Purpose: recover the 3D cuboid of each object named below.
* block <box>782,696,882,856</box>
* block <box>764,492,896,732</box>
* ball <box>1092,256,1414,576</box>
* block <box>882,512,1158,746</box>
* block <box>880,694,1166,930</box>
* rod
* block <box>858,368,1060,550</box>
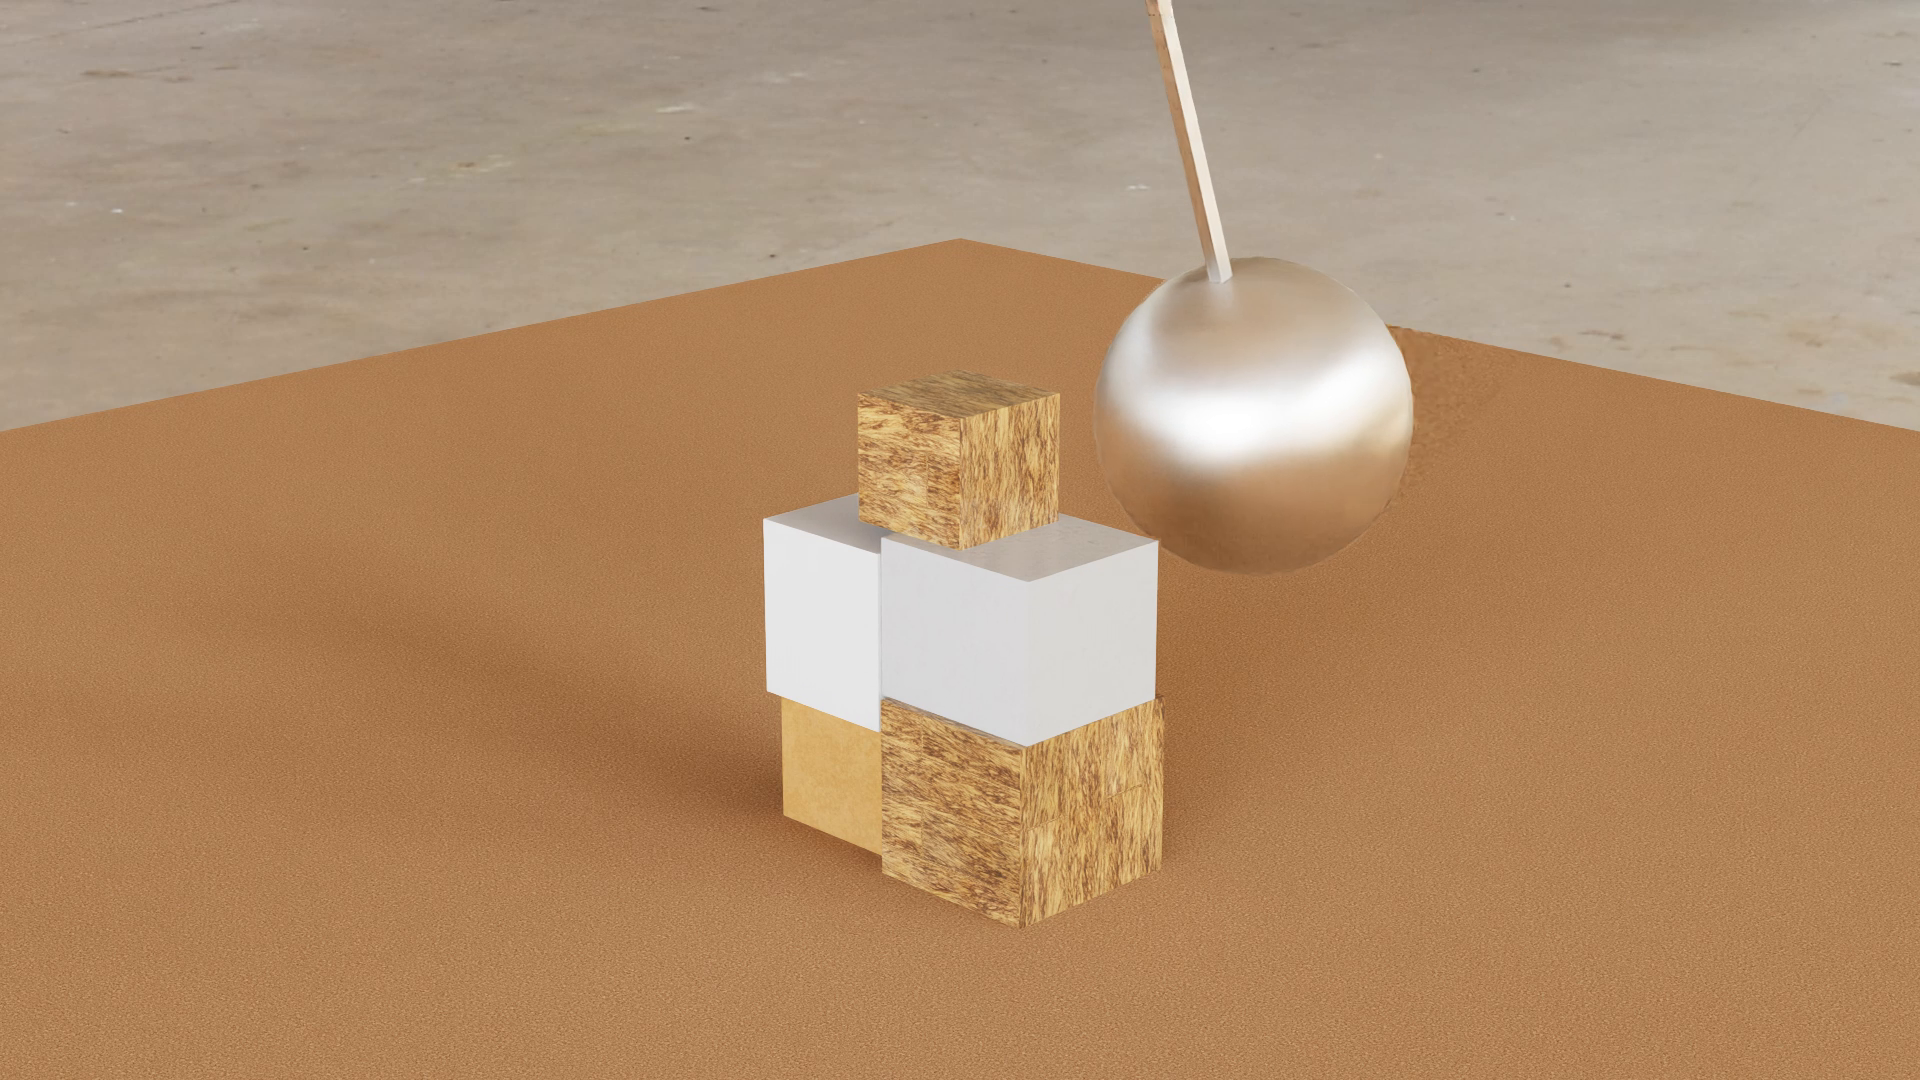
[{"bbox_3d":[-0.315,1.021,13.986,0.692,0.665,0.820,-17,24,-42],"label":"block"},{"bbox_3d":[-0.328,0.294,13.769,0.885,0.851,0.766,-17,24,-42],"label":"block"},{"bbox_3d":[1.467,-0.616,14.686,1.600,1.600,1.600,0,17,0],"label":"ball"},{"bbox_3d":[0.265,0.352,13.155,0.836,0.748,0.906,-17,24,-42],"label":"block"},{"bbox_3d":[0.286,1.118,13.377,0.947,0.846,0.872,-17,24,-42],"label":"block"},{"bbox_3d":[0.636,-3.410,12.936,0.080,5.200,0.080,17,44,42],"label":"rod"},{"bbox_3d":[-0.006,-0.373,13.219,0.634,0.597,0.645,-17,24,-42],"label":"block"}]
